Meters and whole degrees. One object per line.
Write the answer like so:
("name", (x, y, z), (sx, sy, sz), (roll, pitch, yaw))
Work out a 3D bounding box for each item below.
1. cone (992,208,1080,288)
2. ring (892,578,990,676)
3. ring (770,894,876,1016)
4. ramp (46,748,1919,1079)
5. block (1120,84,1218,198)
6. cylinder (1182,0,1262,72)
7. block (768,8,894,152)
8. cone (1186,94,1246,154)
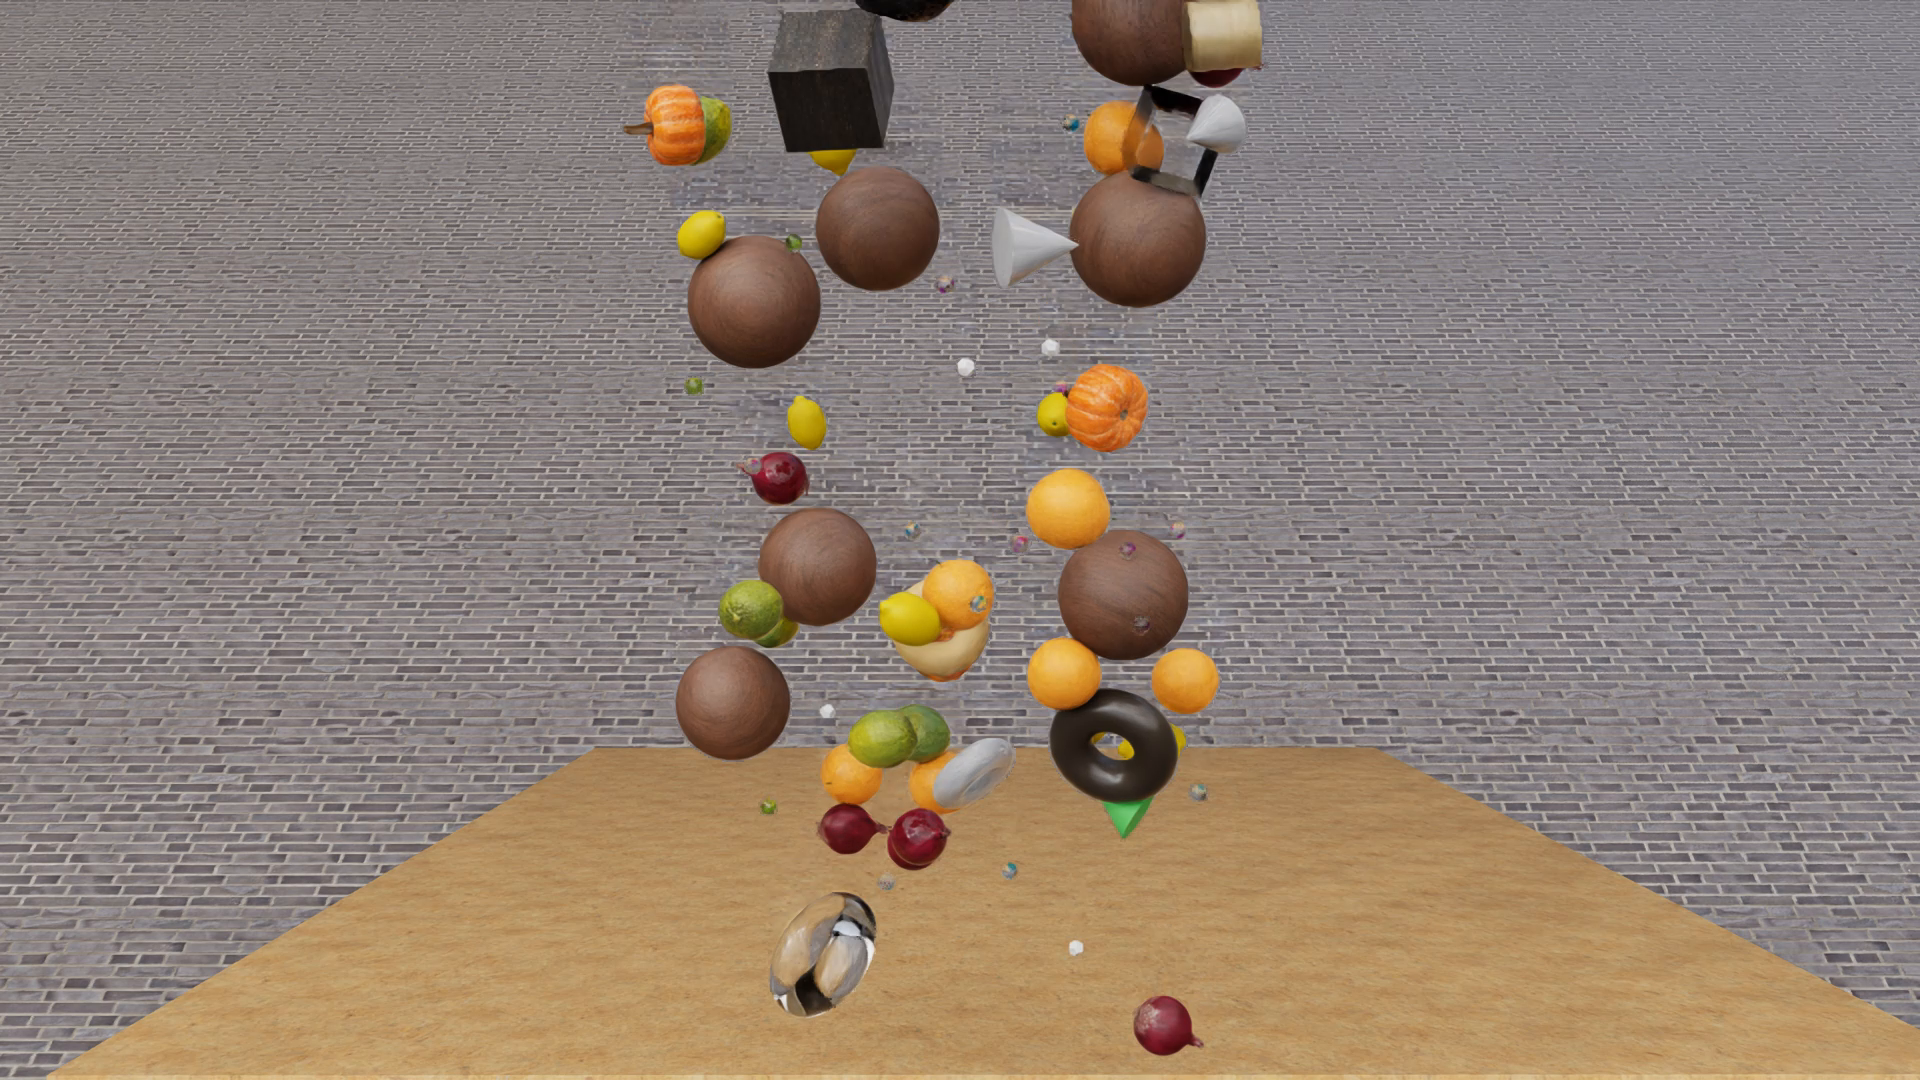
("cone", (0.070, -0.250, 2.206), (0.069, 0.069, 0.069), (-4, 29, -13))
("ring", (-0.020, 0.090, 2.698), (0.103, 0.103, 0.034), (-2, -7, -3))
("ring", (-0.147, 0.445, 2.775), (0.145, 0.048, 0.145), (-36, 31, 26))
("ramp", (0.066, 0.589, 4.641), (2.000, 0.100, 4.000), (0, 0, 0))
("block", (0.196, -0.368, 2.379), (0.069, 0.069, 0.069), (14, 27, -14))
("cylinder", (0.223, -0.432, 2.213), (0.059, 0.059, 0.059), (-5, 30, -2))
("block", (-0.112, -0.404, 2.273), (0.087, 0.087, 0.087), (-2, 47, 10))
("cone", (0.216, -0.363, 2.299), (0.054, 0.054, 0.054), (23, 36, 35))
